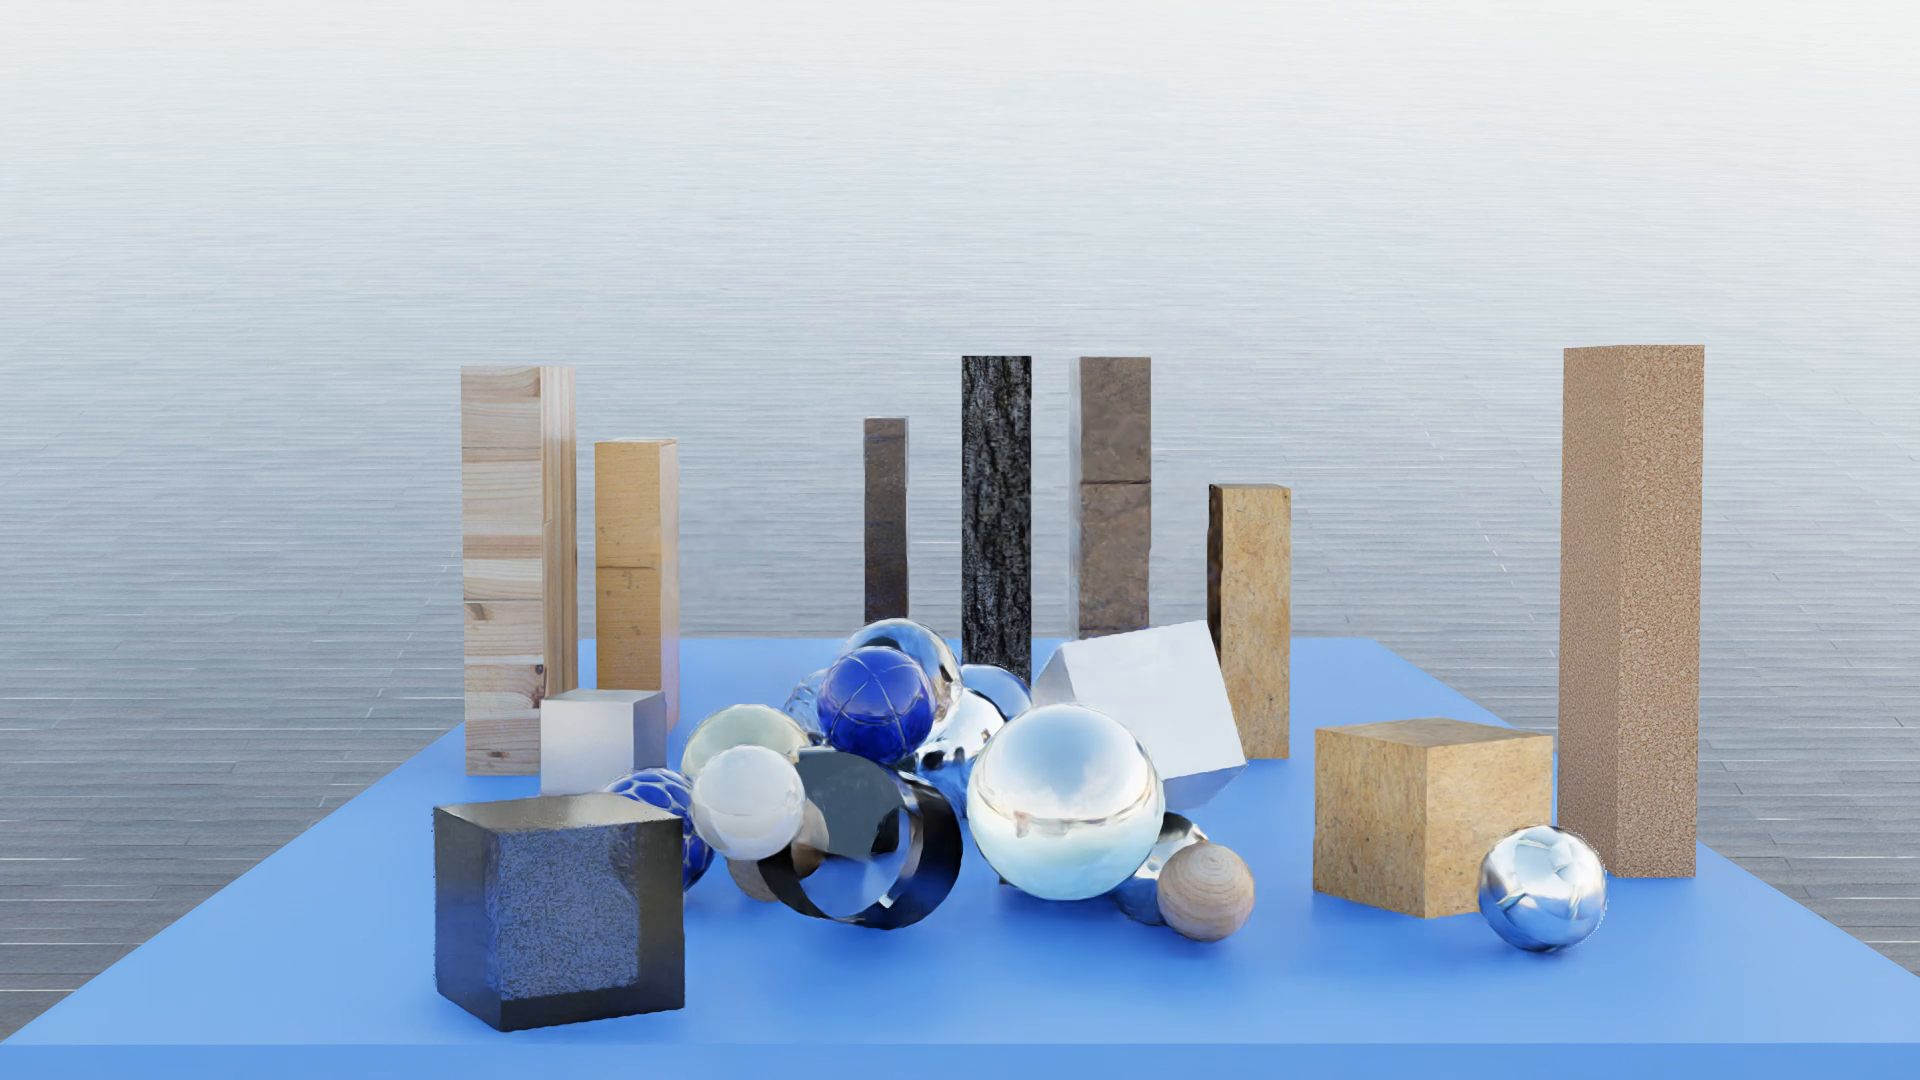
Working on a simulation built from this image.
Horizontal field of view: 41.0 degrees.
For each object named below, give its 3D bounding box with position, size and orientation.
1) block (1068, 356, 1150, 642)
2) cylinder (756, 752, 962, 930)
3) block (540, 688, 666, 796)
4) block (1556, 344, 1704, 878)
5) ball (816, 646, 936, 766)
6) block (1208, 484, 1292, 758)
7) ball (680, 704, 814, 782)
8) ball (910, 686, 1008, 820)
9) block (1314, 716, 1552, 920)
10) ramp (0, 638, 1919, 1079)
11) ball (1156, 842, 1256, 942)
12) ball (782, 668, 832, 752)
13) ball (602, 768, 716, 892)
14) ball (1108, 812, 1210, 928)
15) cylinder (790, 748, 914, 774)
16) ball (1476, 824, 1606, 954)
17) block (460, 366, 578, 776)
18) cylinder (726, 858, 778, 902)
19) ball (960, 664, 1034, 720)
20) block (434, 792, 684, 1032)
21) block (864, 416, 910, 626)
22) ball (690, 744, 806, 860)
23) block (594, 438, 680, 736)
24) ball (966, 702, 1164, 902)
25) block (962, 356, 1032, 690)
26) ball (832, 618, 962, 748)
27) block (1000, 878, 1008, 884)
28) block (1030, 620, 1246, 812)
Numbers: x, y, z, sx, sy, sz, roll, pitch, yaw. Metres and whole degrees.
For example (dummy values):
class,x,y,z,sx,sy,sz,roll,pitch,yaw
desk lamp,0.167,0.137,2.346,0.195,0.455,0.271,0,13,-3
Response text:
class,x,y,z,sx,sy,sz,roll,pitch,yaw
block,0.264,0.021,4.606,0.119,0.694,0.445,0,4,0
cylinder,-0.116,0.353,2.994,0.190,0.190,0.190,8,-9,20
block,-0.567,0.324,4.092,0.153,0.153,0.153,1,4,13
block,0.916,0.085,3.525,0.105,0.700,0.334,0,4,0
ball,-0.102,0.203,3.134,0.147,0.147,0.147,0,20,0
block,0.510,0.138,4.554,0.118,0.468,0.248,0,4,0
ball,-0.301,0.330,3.665,0.194,0.194,0.194,0,20,0
ball,-0.017,0.316,3.824,0.202,0.202,0.202,0,20,0
block,0.598,0.347,3.256,0.210,0.210,0.210,-2,4,-32
ramp,0.047,0.424,4.534,2.000,0.100,4.000,0,4,0
ball,0.283,0.406,2.961,0.114,0.114,0.114,0,20,0
ball,-0.191,0.301,4.123,0.196,0.196,0.196,0,20,0
ball,-0.387,0.371,3.231,0.167,0.167,0.167,0,20,0
ball,0.240,0.395,3.079,0.137,0.137,0.137,0,20,0
cylinder,-0.142,0.358,3.507,0.155,0.155,0.155,-9,21,-7
ball,0.665,0.399,2.937,0.146,0.146,0.146,0,20,0
block,-0.756,0.040,4.436,0.131,0.679,0.391,0,4,0
cylinder,-0.219,0.392,3.266,0.117,0.117,0.117,9,6,22
ball,0.028,0.299,4.062,0.207,0.207,0.207,0,20,0
block,-0.424,0.386,2.708,0.201,0.201,0.201,-2,4,-30
block,-0.162,0.013,5.726,0.090,0.572,0.356,0,4,0
ball,-0.219,0.271,2.653,0.119,0.119,0.119,0,20,0
block,-0.601,0.085,4.800,0.118,0.543,0.308,0,4,0
ball,0.110,0.272,2.667,0.206,0.206,0.206,0,20,0
block,0.073,-0.027,5.314,0.139,0.704,0.361,0,4,0
ball,-0.085,0.192,3.395,0.177,0.177,0.177,0,20,0
block,0.135,0.356,3.248,0.159,0.159,0.159,2,-8,-1
block,0.211,0.225,3.093,0.182,0.182,0.182,-9,-19,-14
